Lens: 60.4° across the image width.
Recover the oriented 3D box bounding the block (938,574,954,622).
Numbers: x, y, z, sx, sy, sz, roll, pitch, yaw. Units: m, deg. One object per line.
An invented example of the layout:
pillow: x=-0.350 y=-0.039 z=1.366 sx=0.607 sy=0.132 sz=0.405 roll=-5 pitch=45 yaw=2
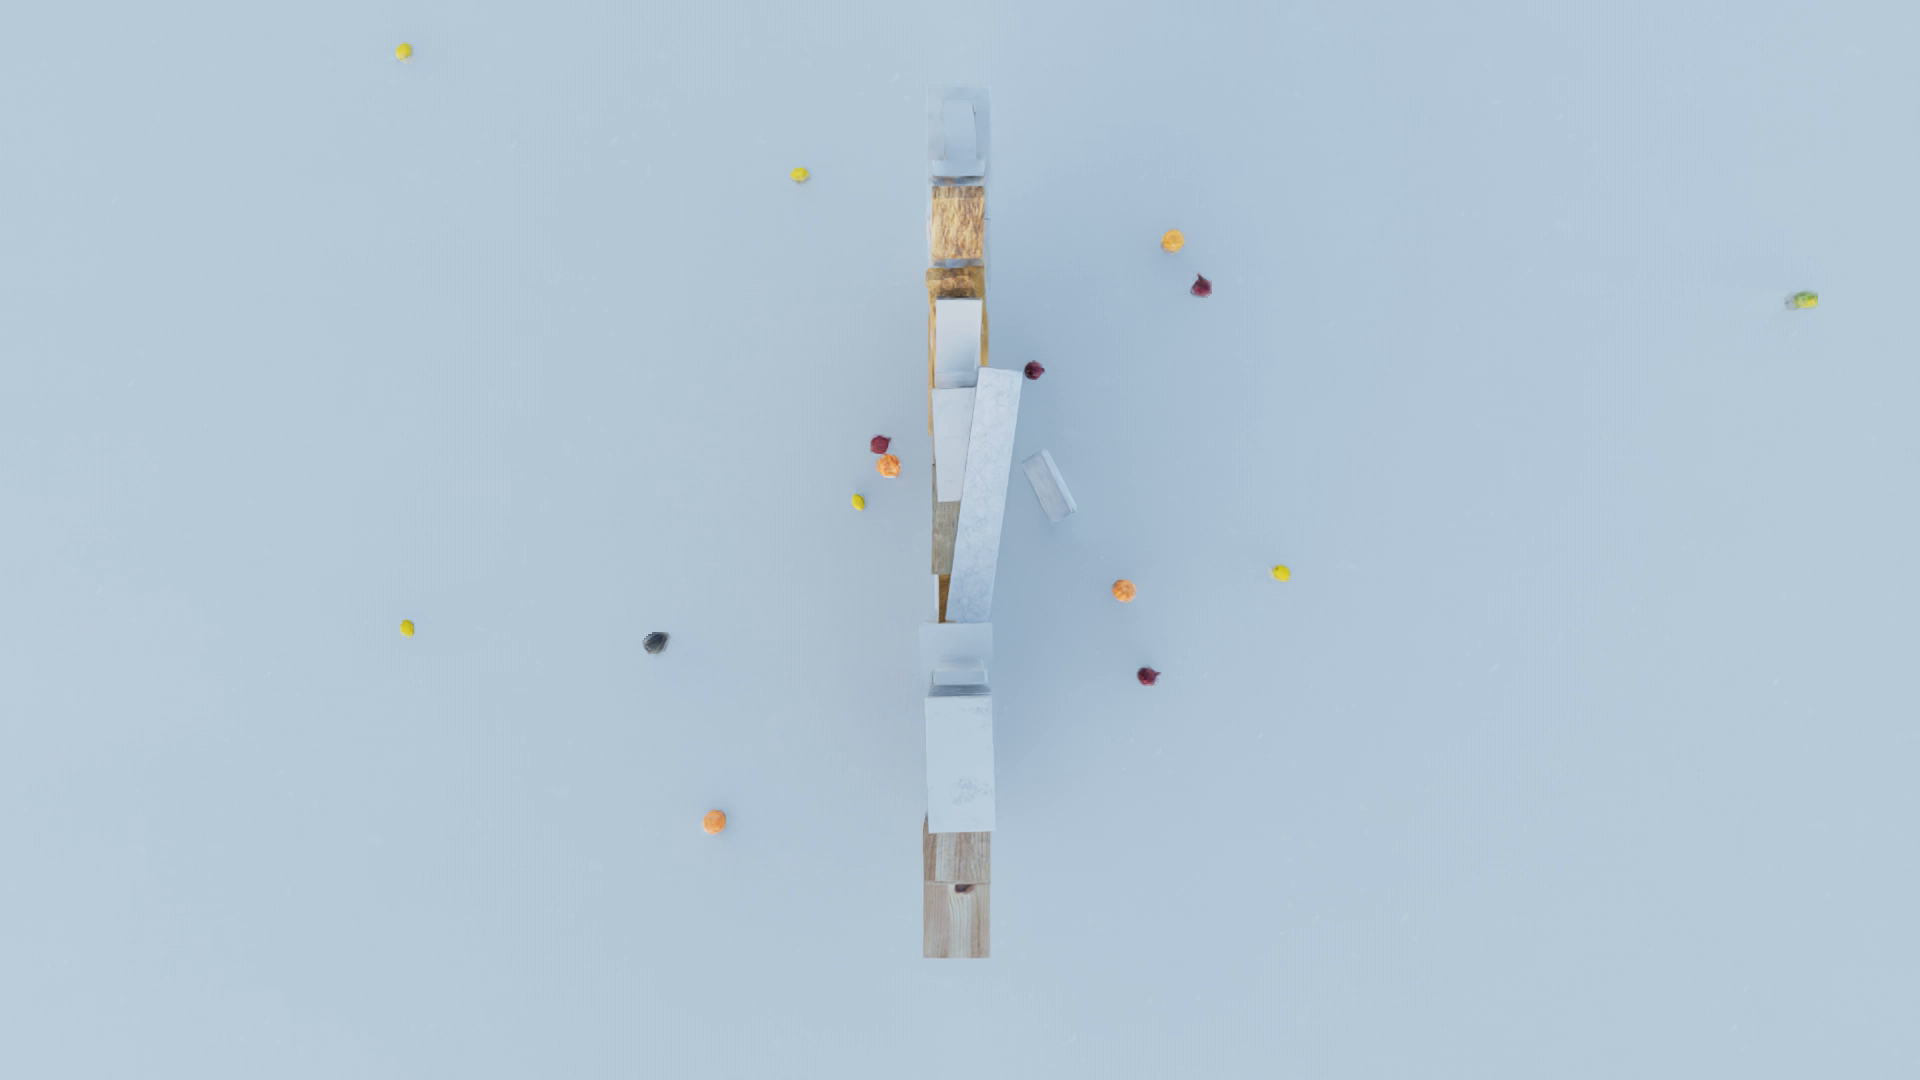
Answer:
block: x=-0.004 y=0.119 z=4.336 sx=0.104 sy=0.030 sz=0.209 roll=0 pitch=90 yaw=0

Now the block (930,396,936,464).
block: x=0.001 y=-0.229 z=4.267 sx=0.142 sy=0.040 sz=0.291 roll=-2 pitch=105 yaw=-1

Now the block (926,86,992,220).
block: x=-0.004 y=-0.974 z=4.156 sx=0.162 sy=0.046 sz=0.325 roll=0 pitch=95 yaw=0

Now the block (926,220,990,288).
block: x=-0.004 y=-0.785 z=4.340 sx=0.162 sy=0.325 sz=0.046 roll=-1 pitch=58 yaw=0

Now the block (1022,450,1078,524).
block: x=0.297 y=-0.176 z=5.438 sx=0.031 sy=0.110 sz=0.220 roll=-22 pitch=82 yaw=-38

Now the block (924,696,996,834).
block: x=0.001 y=0.486 z=3.582 sx=0.145 sy=0.041 sz=0.290 roll=-2 pitch=90 yaw=0

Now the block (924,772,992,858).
block: x=-0.006 y=0.653 z=4.314 sx=0.175 sy=0.050 sz=0.350 roll=0 pitch=90 yaw=0

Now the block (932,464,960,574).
block: x=-0.002 y=-0.053 z=4.268 sx=0.142 sy=0.040 sz=0.284 roll=0 pitch=103 yaw=-2

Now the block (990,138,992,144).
block: x=-0.001 y=-0.992 z=4.656 sx=0.162 sy=0.974 sz=0.046 roll=0 pitch=80 yaw=0

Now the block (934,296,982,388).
block: x=-0.005 y=-0.501 z=4.185 sx=0.113 sy=0.032 sz=0.227 roll=1 pitch=112 yaw=-2

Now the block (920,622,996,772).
block: x=-0.006 y=0.371 z=3.917 sx=0.173 sy=0.049 sz=0.347 roll=-1 pitch=90 yaw=0

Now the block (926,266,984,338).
block: x=-0.011 y=-0.597 z=4.206 sx=0.113 sy=0.227 sz=0.032 roll=-8 pitch=52 yaw=6

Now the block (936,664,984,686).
block: x=0.000 y=0.307 z=3.783 sx=0.110 sy=0.220 sz=0.031 roll=-1 pitch=90 yaw=0

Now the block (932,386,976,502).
block: x=0.007 y=-0.244 z=4.186 sx=0.142 sy=0.040 sz=0.284 roll=-3 pitch=99 yaw=-1

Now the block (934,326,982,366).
block: x=0.002 y=-0.357 z=4.271 sx=0.113 sy=0.032 sz=0.397 roll=-3 pitch=105 yaw=-1

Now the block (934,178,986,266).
block: x=-0.005 y=-0.764 z=4.197 sx=0.124 sy=0.515 sz=0.035 roll=0 pitch=70 yaw=-1

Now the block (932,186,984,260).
block: x=-0.006 y=-0.762 z=3.969 sx=0.124 sy=0.248 sz=0.035 roll=-1 pitch=66 yaw=-1

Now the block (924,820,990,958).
block: x=-0.007 y=0.773 z=3.652 sx=0.149 sy=0.042 sz=0.297 roll=0 pitch=90 yaw=0

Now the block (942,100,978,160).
block: x=0.000 y=-0.981 z=3.976 sx=0.072 sy=0.021 sz=0.145 roll=-5 pitch=96 yaw=1

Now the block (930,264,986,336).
block: x=-0.005 y=-0.598 z=4.371 sx=0.145 sy=0.291 sz=0.041 roll=-1 pitch=46 yaw=0

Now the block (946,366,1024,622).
block: x=0.060 y=-0.109 z=4.173 sx=0.110 sy=0.031 sz=0.648 roll=7 pitch=99 yaw=-3

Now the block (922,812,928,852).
block: x=-0.009 y=0.675 z=3.822 sx=0.149 sy=0.297 sz=0.042 roll=0 pitch=89 yaw=0

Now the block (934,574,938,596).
block: x=0.002 y=0.013 z=5.152 sx=0.162 sy=0.046 sz=0.325 roll=0 pitch=90 yaw=0

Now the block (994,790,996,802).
block: x=0.006 y=0.579 z=3.866 sx=0.145 sy=0.524 sz=0.041 roll=-1 pitch=91 yaw=0

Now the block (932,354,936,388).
block: x=0.001 y=-0.344 z=4.505 sx=0.145 sy=0.041 sz=0.356 roll=-1 pitch=120 yaw=0

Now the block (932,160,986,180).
block: x=-0.003 y=-0.891 z=4.015 sx=0.124 sy=0.248 sz=0.035 roll=0 pitch=96 yaw=0

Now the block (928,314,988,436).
block: x=-0.005 y=-0.479 z=4.812 sx=0.176 sy=0.050 sz=0.353 roll=0 pitch=90 yaw=0

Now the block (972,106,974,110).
block: x=-0.003 y=-1.049 z=4.053 sx=0.072 sy=0.145 sz=0.021 roll=0 pitch=108 yaw=0

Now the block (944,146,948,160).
block: x=-0.003 y=-0.946 z=4.063 sx=0.072 sy=0.145 sz=0.021 roll=0 pitch=114 yaw=0

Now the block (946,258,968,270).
block: x=-0.007 y=-0.697 z=4.146 sx=0.053 sy=0.015 sz=0.105 roll=6 pitch=123 yaw=-3

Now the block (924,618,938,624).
block: x=-0.009 y=0.250 z=4.294 sx=0.173 sy=0.704 sz=0.049 roll=0 pitch=91 yaw=0

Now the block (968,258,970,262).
block: x=-0.004 y=-0.696 z=4.180 sx=0.053 sy=0.015 sz=0.105 roll=1 pitch=130 yaw=-1

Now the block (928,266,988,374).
block: x=-0.003 y=-0.572 z=4.309 sx=0.145 sy=0.041 sz=0.291 roll=-3 pitch=126 yaw=2
